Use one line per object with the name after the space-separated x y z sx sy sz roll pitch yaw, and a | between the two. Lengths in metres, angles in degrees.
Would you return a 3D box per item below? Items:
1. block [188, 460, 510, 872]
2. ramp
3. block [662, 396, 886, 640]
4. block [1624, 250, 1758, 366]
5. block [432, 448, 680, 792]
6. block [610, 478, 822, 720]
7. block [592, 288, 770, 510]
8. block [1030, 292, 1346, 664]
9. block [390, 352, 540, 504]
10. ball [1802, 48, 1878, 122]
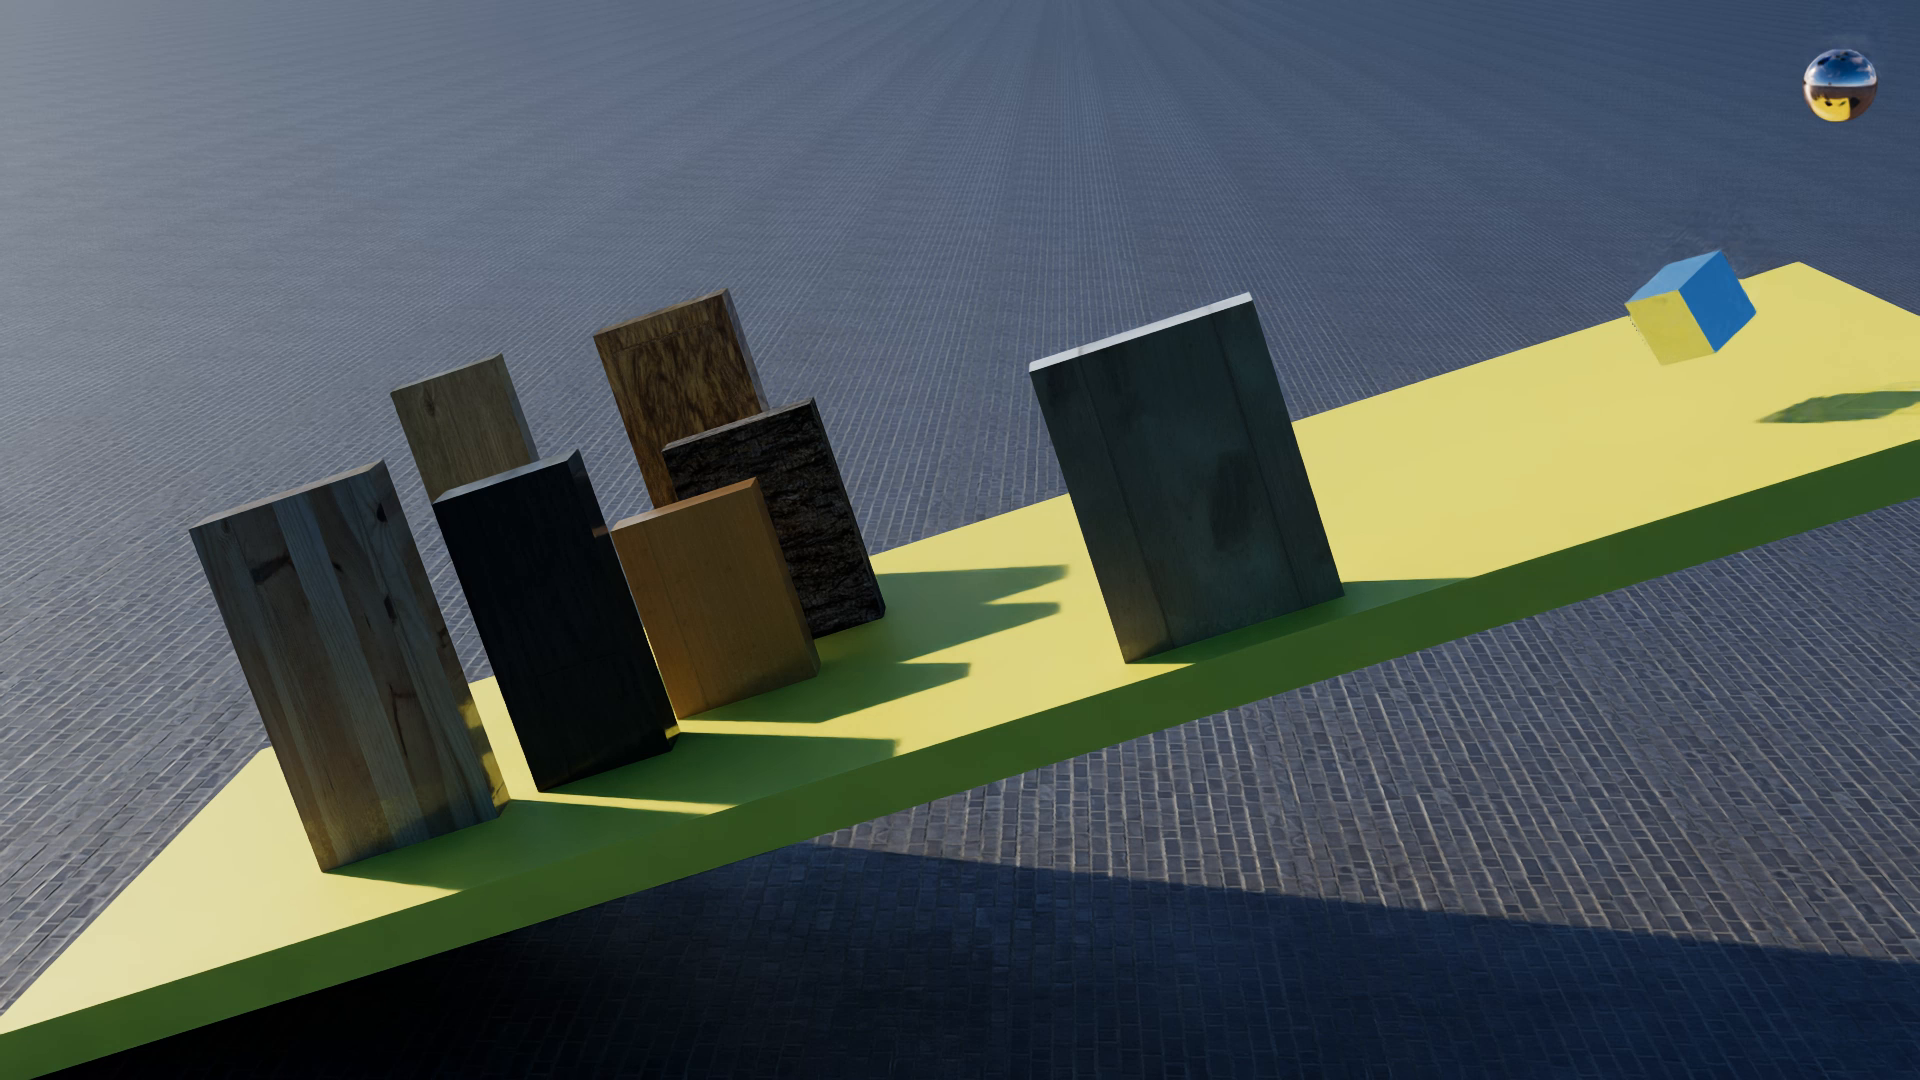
-1.220 0.254 5.906 0.382 0.743 0.130 -18 11 6 | block
0.104 0.182 6.308 4.000 0.100 2.000 -18 11 6 | ramp
-0.413 -0.022 6.571 0.347 0.507 0.104 -18 11 6 | block
1.427 -0.452 5.742 0.147 0.147 0.147 -40 14 -28 | block
-0.818 0.164 5.990 0.289 0.629 0.145 -18 11 6 | block
-0.514 0.124 6.221 0.312 0.428 0.113 -18 11 6 | block
-0.599 -0.198 7.118 0.325 0.751 0.139 -18 11 6 | block
0.418 -0.113 5.427 0.424 0.574 0.118 -18 11 6 | block
-1.071 -0.020 6.910 0.258 0.793 0.092 -18 11 6 | block
1.749 -0.903 5.847 0.145 0.145 0.145 0 12 0 | ball
